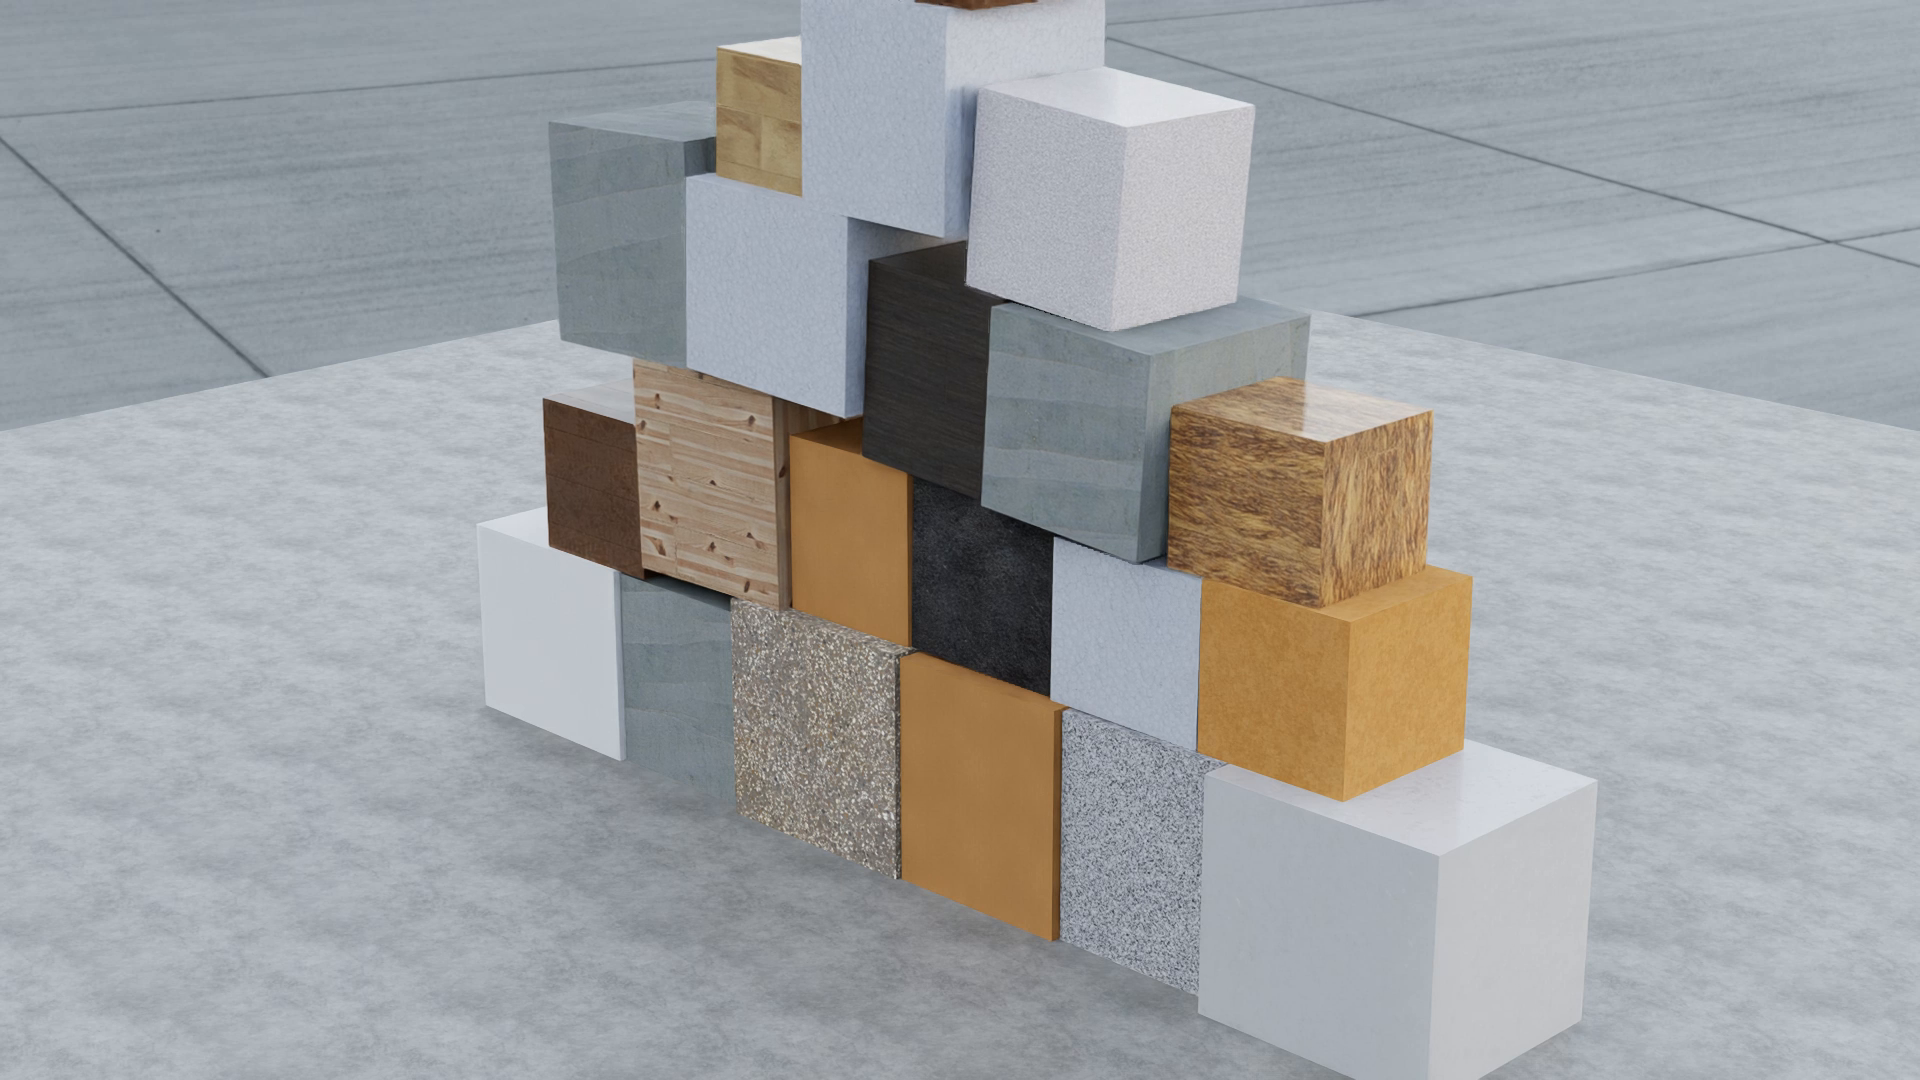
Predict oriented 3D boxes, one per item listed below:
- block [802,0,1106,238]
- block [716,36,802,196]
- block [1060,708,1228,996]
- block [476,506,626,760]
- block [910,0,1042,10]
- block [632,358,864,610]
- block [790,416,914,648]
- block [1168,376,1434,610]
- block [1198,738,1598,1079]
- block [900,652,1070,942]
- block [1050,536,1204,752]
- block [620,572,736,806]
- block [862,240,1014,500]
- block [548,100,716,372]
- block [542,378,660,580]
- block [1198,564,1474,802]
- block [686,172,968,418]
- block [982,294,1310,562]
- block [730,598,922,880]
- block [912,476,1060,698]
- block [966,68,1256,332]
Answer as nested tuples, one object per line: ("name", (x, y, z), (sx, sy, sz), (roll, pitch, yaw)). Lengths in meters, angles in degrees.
("block", (-0.032, -1.921, 12.761), (0.884, 0.951, 0.970), (18, 25, 42))
("block", (-0.606, -1.939, 13.349), (0.718, 0.590, 0.711), (-17, 26, -42))
("block", (1.059, 1.236, 12.640), (0.885, 1.063, 0.880), (-17, 24, -42))
("block", (-1.784, 0.417, 15.344), (0.937, 1.005, 1.134), (-17, 24, -42))
("block", (0.019, -2.792, 12.430), (0.832, 0.911, 0.926), (-17, 25, -42))
("block", (-0.874, -0.372, 14.156), (0.937, 1.051, 1.004), (-17, 23, -42))
("block", (-0.239, -0.079, 13.564), (0.761, 0.839, 0.775), (-17, 24, -42))
("block", (1.368, -0.206, 11.828), (0.697, 0.678, 0.779), (-17, 24, -42))
("block", (1.770, 1.459, 11.931), (1.067, 1.062, 1.156), (-17, 24, -42))
("block", (0.401, 1.038, 13.254), (0.948, 1.072, 0.943), (-17, 24, -42))
("block", (0.958, 0.345, 12.458), (0.783, 0.735, 0.818), (-17, 25, -42))
("block", (-1.058, 0.641, 14.653), (0.872, 0.992, 0.900), (-17, 24, -42))
("block", (0.164, -0.773, 12.904), (0.829, 0.901, 0.814), (-17, 28, -42))
("block", (-1.293, -1.500, 14.232), (0.913, 1.078, 1.015), (-17, 23, -42))
("block", (-1.522, -0.348, 14.799), (0.837, 0.781, 0.763), (-17, 24, -42))
("block", (1.523, 0.509, 11.932), (0.801, 0.749, 0.751), (-17, 24, -42))
("block", (-0.525, -1.205, 13.517), (1.008, 0.902, 1.084), (-17, 26, -42))
("block", (0.779, -0.543, 12.353), (1.011, 0.875, 0.883), (-17, 28, -42))
("block", (-0.346, 0.812, 13.942), (0.966, 1.090, 1.118), (-17, 24, -42))
("block", (0.356, 0.115, 13.015), (0.742, 0.815, 0.861), (-17, 25, -42))
("block", (0.621, -1.437, 12.241), (0.789, 0.847, 0.829), (-17, 29, -42))
